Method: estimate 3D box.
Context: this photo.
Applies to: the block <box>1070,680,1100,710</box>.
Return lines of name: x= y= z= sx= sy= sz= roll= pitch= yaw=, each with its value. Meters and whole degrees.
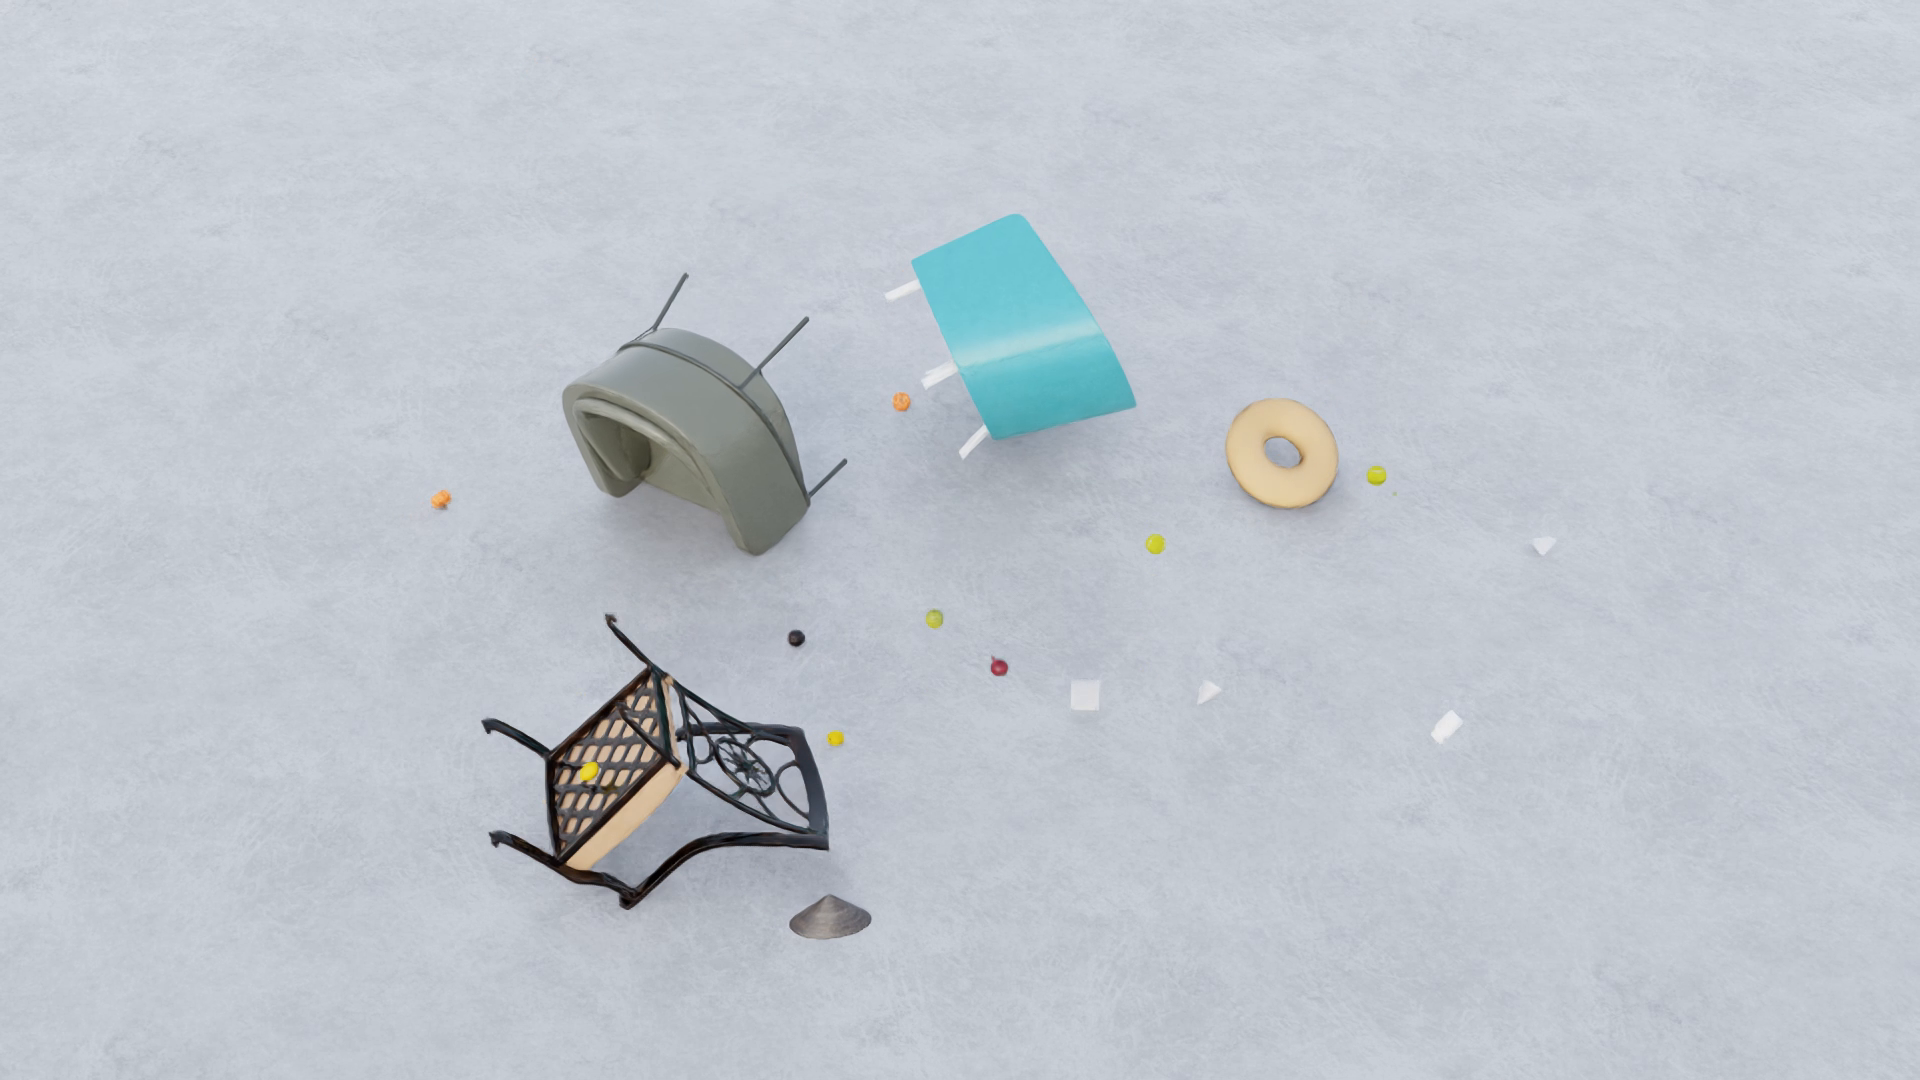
block: x=0.428 y=0.528 z=10.009 sx=0.097 sy=0.101 sz=0.110 roll=2 pitch=-3 yaw=3

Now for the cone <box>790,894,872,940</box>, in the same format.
cone: x=-0.404 y=1.142 z=9.108 sx=0.258 sy=0.114 sz=0.164 roll=-5 pitch=34 yaw=-8

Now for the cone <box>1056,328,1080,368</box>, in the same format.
cone: x=0.439 y=-0.766 z=12.059 sx=0.098 sy=0.112 sz=0.181 roll=9 pitch=50 yaw=-6

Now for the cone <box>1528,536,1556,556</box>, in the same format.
cone: x=2.161 y=0.032 z=10.869 sx=0.107 sy=0.058 sz=0.065 roll=-7 pitch=58 yaw=20

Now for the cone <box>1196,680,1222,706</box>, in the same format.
cone: x=0.840 y=0.540 z=10.092 sx=0.087 sy=0.072 sz=0.107 roll=-48 pitch=24 yaw=-18

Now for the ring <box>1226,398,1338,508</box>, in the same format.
ring: x=1.233 y=-0.335 z=11.217 sx=0.443 sy=0.129 sz=0.514 roll=13 pitch=53 yaw=-4
